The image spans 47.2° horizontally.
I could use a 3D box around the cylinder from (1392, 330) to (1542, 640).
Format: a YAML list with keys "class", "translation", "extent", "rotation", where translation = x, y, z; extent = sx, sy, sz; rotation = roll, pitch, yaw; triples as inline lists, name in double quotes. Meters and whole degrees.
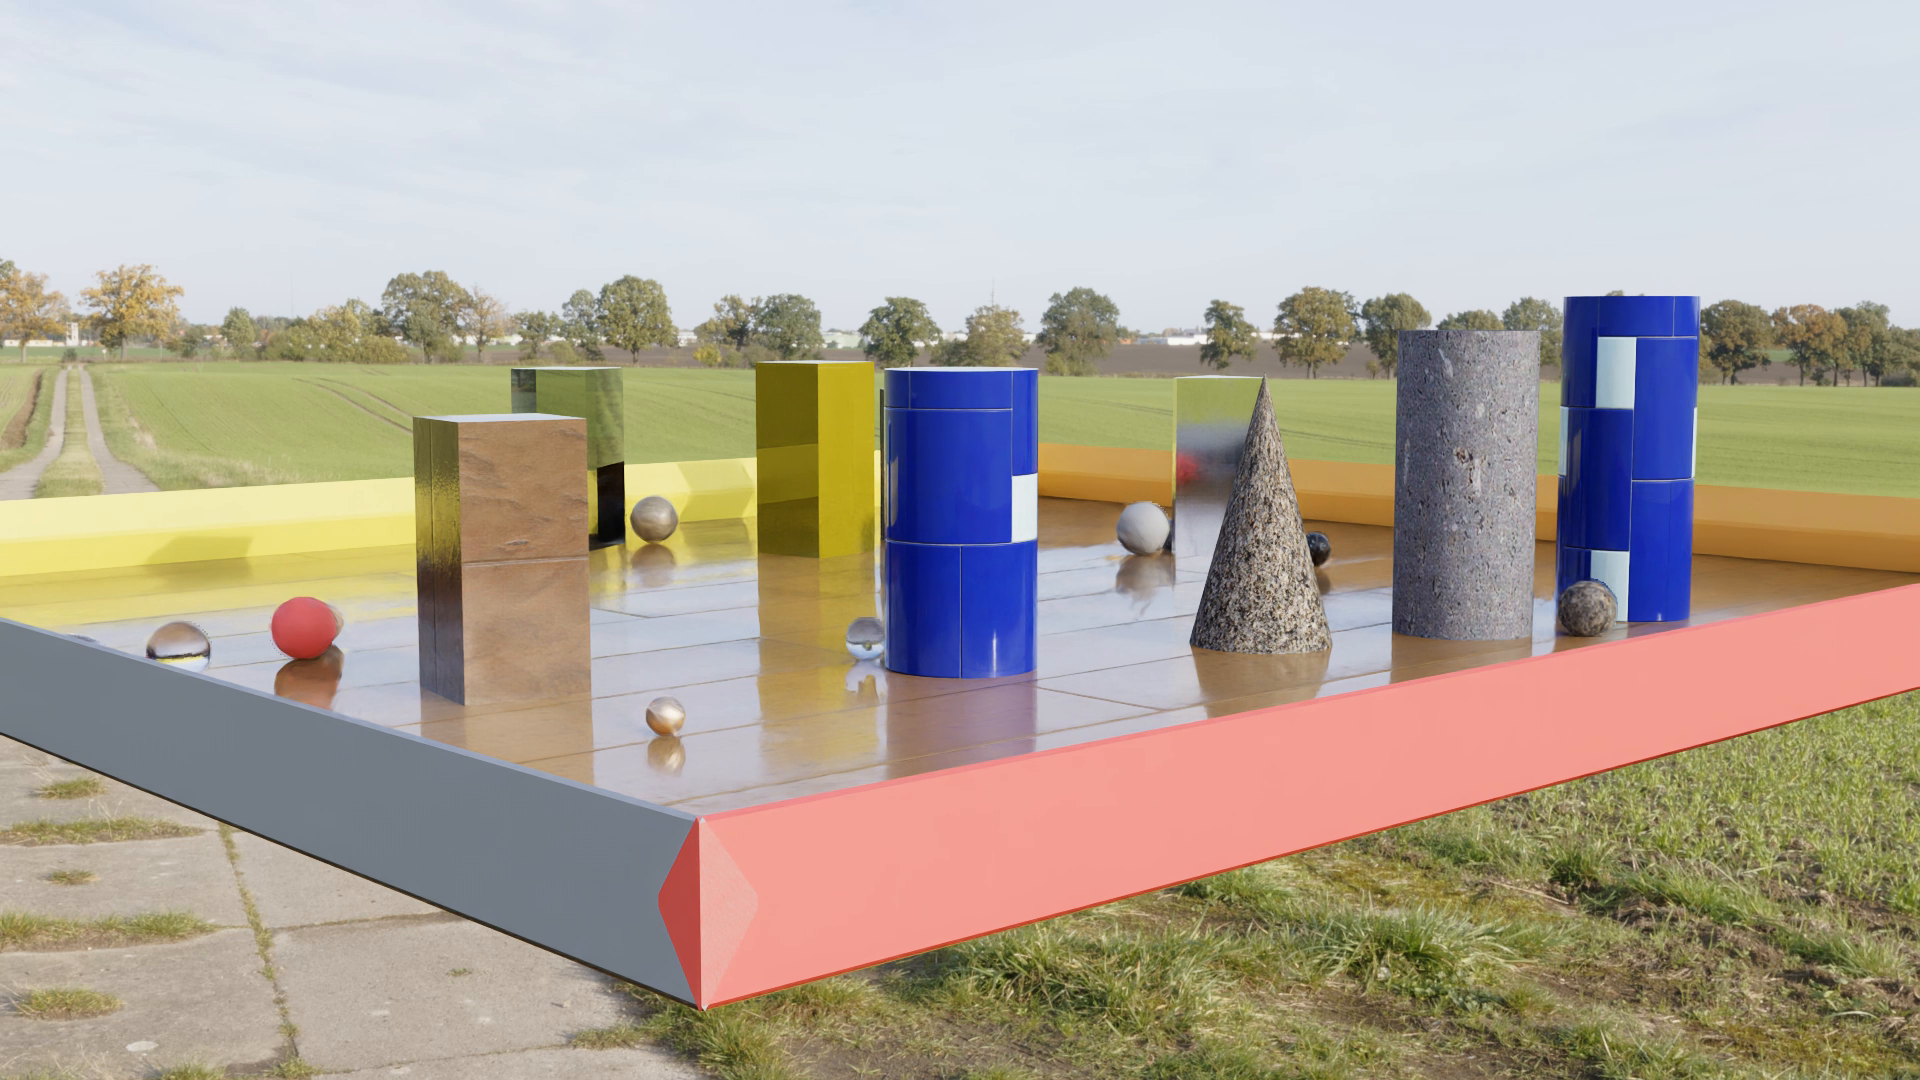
- class: "cylinder"
  translation: [0.695, -0.080, 3.025]
  extent: [0.190, 0.414, 0.190]
  rotation: [0, 6, 0]

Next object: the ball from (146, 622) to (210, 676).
- class: "ball"
  translation: [-0.931, 0.134, 2.617]
  extent: [0.073, 0.073, 0.073]
  rotation: [0, 6, 0]

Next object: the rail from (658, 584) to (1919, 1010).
- class: "rail"
  translation: [0.882, 0.132, 2.381]
  extent: [2.891, 0.124, 0.045]
  rotation: [-6, 8, -42]

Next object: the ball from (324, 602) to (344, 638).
- class: "ball"
  translation: [-0.851, 0.110, 2.935]
  extent: [0.053, 0.053, 0.053]
  rotation: [0, 6, 0]

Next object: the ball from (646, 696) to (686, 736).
- class: "ball"
  translation: [-0.308, 0.184, 2.298]
  extent: [0.041, 0.041, 0.041]
  rotation: [0, 6, 0]

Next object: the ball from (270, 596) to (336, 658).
- class: "ball"
  translation: [-0.835, 0.111, 2.799]
  extent: [0.080, 0.080, 0.080]
  rotation: [0, 6, 0]

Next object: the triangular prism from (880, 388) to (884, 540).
- class: "triangular prism"
  translation: [-0.053, -0.149, 4.264]
  extent: [0.165, 0.291, 0.143]
  rotation: [2, 6, 18]

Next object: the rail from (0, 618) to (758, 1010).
- class: "rail"
  translation: [-1.045, 0.133, 2.373]
  extent: [0.045, 0.124, 2.649]
  rotation: [-6, 8, -42]

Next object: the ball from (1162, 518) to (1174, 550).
- class: "ball"
  translation: [0.388, -0.010, 4.045]
  extent: [0.059, 0.059, 0.059]
  rotation: [0, 6, 0]

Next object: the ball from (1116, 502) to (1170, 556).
- class: "ball"
  translation: [0.330, -0.020, 3.974]
  extent: [0.095, 0.095, 0.095]
  rotation: [0, 6, 0]

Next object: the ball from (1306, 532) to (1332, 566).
- class: "ball"
  translation: [0.610, 0.017, 3.795]
  extent: [0.059, 0.059, 0.059]
  rotation: [0, 6, 0]

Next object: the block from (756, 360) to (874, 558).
- class: "block"
  translation: [-0.263, -0.151, 4.012]
  extent: [0.152, 0.347, 0.152]
  rotation: [5, 8, 38]

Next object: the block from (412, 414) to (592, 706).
- class: "block"
  translation: [-0.532, 0.017, 2.556]
  extent: [0.152, 0.319, 0.152]
  rotation: [-4, 7, -32]

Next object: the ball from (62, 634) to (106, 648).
- class: "ball"
  translation: [-0.983, 0.146, 2.441]
  extent: [0.086, 0.086, 0.086]
  rotation: [0, 6, 0]

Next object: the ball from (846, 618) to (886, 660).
- class: "ball"
  translation: [-0.119, 0.126, 2.787]
  extent: [0.054, 0.054, 0.054]
  rotation: [0, 6, 0]

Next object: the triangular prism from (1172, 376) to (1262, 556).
- class: "triangular prism"
  translation: [0.467, -0.139, 4.028]
  extent: [0.165, 0.320, 0.143]
  rotation: [0, 6, 0]

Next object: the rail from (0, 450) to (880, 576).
- class: "rail"
  translation: [-0.882, -0.068, 4.283]
  extent: [2.891, 0.124, 0.045]
  rotation: [-6, 8, -42]

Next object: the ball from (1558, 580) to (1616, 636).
- class: "ball"
  translation: [0.852, 0.093, 2.988]
  extent: [0.077, 0.077, 0.077]
  rotation: [0, 6, 0]

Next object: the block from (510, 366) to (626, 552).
- class: "block"
  translation: [-0.731, -0.155, 4.114]
  extent: [0.152, 0.333, 0.152]
  rotation: [2, 6, 18]

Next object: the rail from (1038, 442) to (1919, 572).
- class: "rail"
  translation: [1.045, -0.069, 4.291]
  extent: [0.045, 0.124, 2.649]
  rotation: [-6, 8, -42]

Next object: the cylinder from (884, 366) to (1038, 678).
- class: "cylinder"
  translation: [0.002, -0.027, 2.727]
  extent: [0.190, 0.370, 0.190]
  rotation: [0, 6, 0]

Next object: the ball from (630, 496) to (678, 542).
- class: "ball"
  translation: [-0.583, -0.039, 4.183]
  extent: [0.089, 0.089, 0.089]
  rotation: [0, 6, 0]

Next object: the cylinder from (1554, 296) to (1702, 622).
- class: "cylinder"
  translation: [0.968, -0.122, 3.194]
  extent: [0.190, 0.461, 0.190]
  rotation: [0, 6, 0]

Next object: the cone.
- class: "cone"
  translation: [0.402, -0.043, 2.916]
  extent: [0.190, 0.362, 0.190]
  rotation: [0, 6, 0]
